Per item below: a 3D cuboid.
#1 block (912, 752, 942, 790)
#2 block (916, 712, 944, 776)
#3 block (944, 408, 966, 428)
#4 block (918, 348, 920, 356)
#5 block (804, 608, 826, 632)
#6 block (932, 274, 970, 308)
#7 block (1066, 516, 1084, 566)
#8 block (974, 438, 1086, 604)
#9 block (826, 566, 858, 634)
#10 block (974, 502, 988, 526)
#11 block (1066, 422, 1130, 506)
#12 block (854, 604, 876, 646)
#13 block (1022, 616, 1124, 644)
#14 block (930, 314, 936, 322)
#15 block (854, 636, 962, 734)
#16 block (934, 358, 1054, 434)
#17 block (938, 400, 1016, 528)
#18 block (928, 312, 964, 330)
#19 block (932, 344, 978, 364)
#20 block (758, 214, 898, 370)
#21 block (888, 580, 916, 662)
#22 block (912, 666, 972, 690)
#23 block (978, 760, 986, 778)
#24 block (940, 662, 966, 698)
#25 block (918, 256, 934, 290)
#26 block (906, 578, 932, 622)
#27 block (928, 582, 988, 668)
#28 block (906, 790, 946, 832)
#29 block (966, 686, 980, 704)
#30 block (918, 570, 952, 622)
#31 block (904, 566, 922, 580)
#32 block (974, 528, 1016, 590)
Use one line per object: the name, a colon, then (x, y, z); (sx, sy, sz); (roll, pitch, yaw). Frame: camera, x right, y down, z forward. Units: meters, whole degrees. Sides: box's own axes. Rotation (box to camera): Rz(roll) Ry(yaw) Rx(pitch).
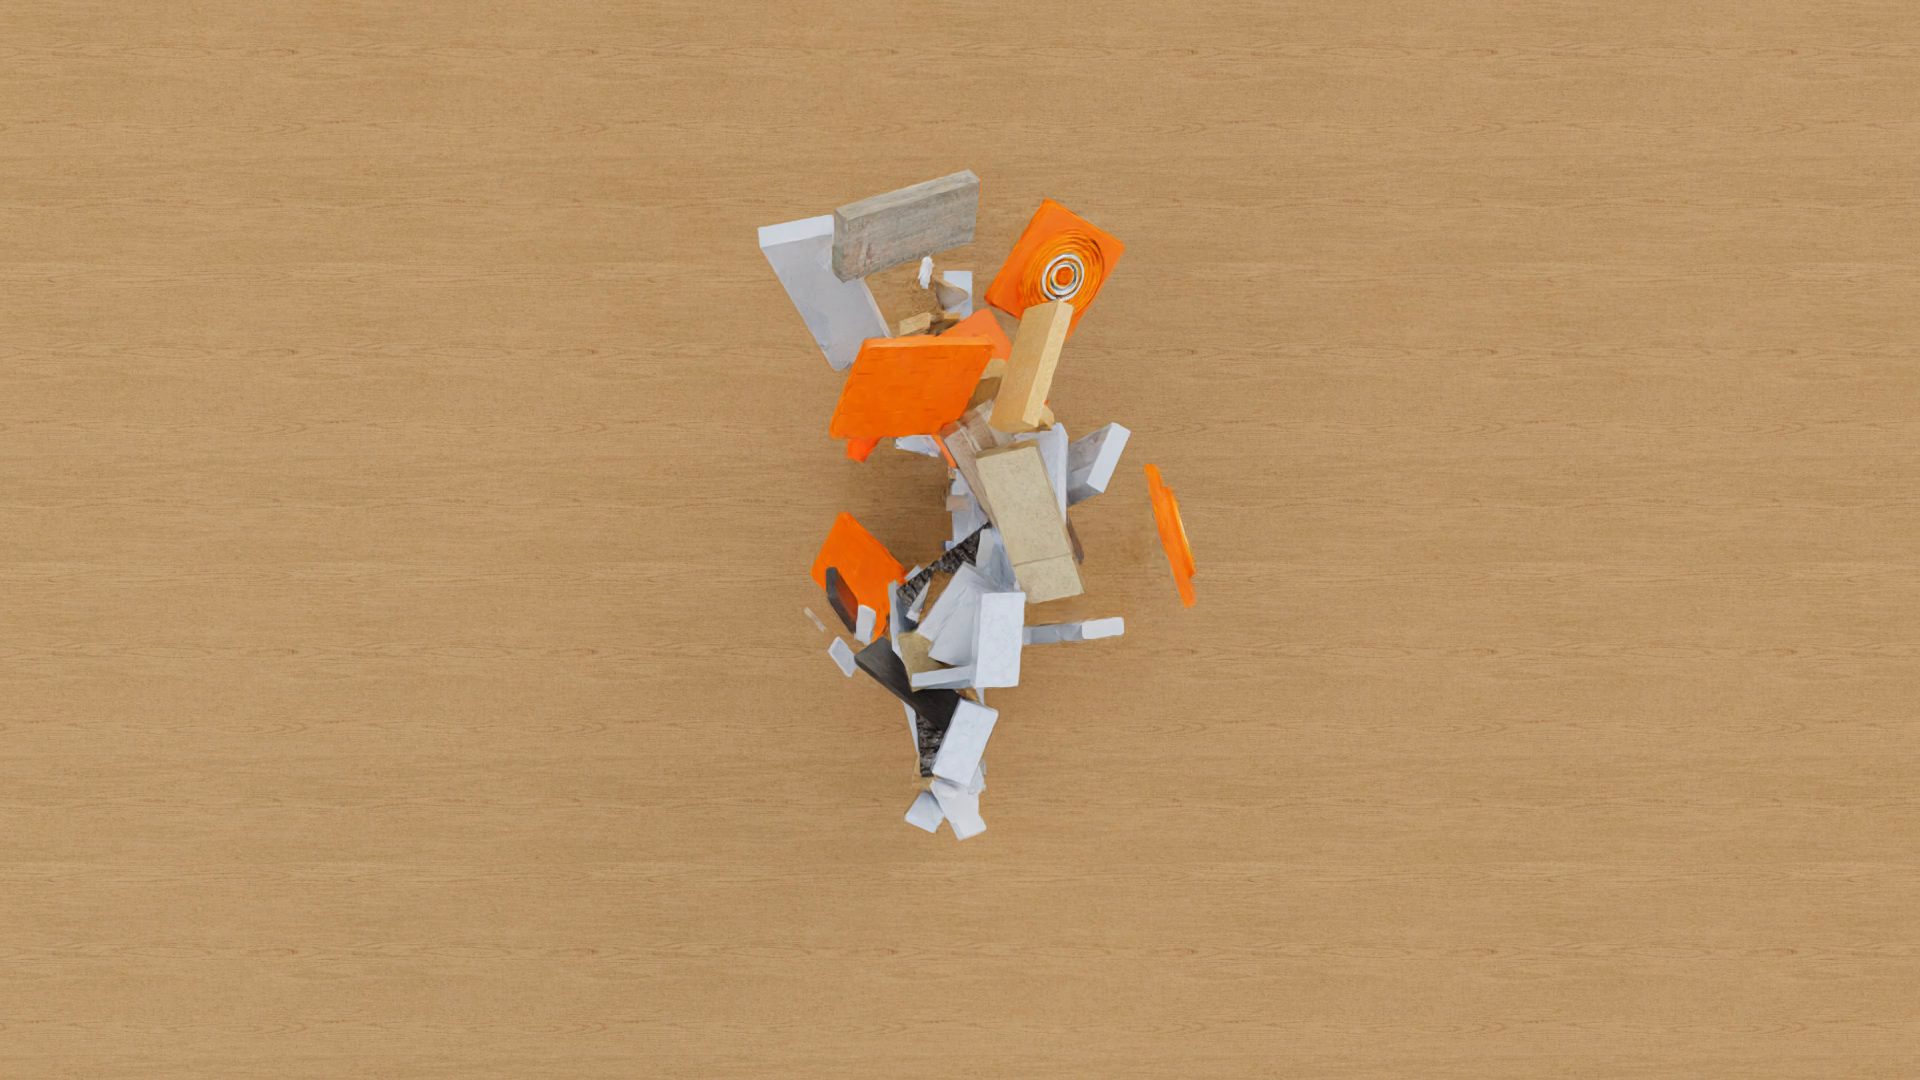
block: (-0.069, 0.574, 4.287); (0.081, 0.023, 0.163); (10, 53, 6)
block: (-0.058, 0.519, 4.290); (0.102, 0.029, 0.204); (-5, 47, -2)
block: (-0.047, -0.329, 4.615); (0.120, 0.240, 0.034); (1, 106, 3)
block: (-0.050, -0.453, 4.926); (0.167, 0.334, 0.047); (3, 131, 1)
block: (-0.415, 0.227, 4.701); (0.015, 0.108, 0.054); (-44, 74, -8)
block: (-0.055, -0.743, 4.948); (0.072, 0.712, 0.020); (-28, 90, 10)
block: (0.212, -0.017, 4.303); (0.178, 0.356, 0.050); (17, 105, -8)
block: (0.172, -0.040, 3.983); (0.149, 0.042, 0.412); (-12, 116, 16)
block: (-0.346, 0.180, 4.900); (0.031, 0.217, 0.108); (-14, 56, 9)
block: (0.149, -0.059, 4.680); (0.153, 0.305, 0.043); (-8, 107, -11)
block: (0.323, -0.188, 4.331); (0.050, 0.356, 0.178); (28, 76, -12)
block: (-0.267, 0.241, 4.671); (0.054, 0.015, 0.108); (26, 122, 28)
block: (0.285, 0.264, 4.742); (0.171, 0.343, 0.049); (-5, 88, -43)
block: (-0.101, -0.604, 4.514); (0.045, 0.091, 0.013); (3, 107, 20)
block: (-0.100, 0.399, 4.364); (0.418, 0.029, 0.102); (35, 56, 30)
block: (0.089, -0.352, 4.111); (0.173, 0.346, 0.049); (-3, 70, 24)
block: (0.079, -0.183, 3.993); (0.149, 0.042, 0.299); (-33, 126, -3)
block: (-0.050, -0.617, 4.652); (0.072, 0.144, 0.020); (-22, 86, 22)
block: (-0.024, -0.468, 4.610); (0.120, 0.240, 0.034); (17, 121, -5)
block: (-0.311, -0.592, 4.055); (0.173, 0.733, 0.049); (-9, 72, 6)
block: (-0.155, 0.230, 4.507); (0.025, 0.386, 0.087); (-36, 112, 12)
block: (0.001, 0.351, 4.191); (0.117, 0.286, 0.033); (8, 78, -32)
block: (-0.001, 0.670, 4.794); (0.148, 0.874, 0.042); (-1, 81, 0)
block: (-0.062, 0.419, 4.583); (0.148, 0.295, 0.042); (-16, 106, 6)
block: (-0.092, -0.726, 4.451); (0.013, 0.045, 0.091); (0, 56, 17)
block: (-0.070, 0.168, 4.346); (0.087, 0.175, 0.025); (24, 123, 7)
block: (0.022, 0.219, 4.138); (0.117, 0.033, 0.235); (21, 123, -13)
block: (-0.073, 0.681, 4.213); (0.081, 0.163, 0.023); (22, 118, 10)
block: (-0.033, 0.418, 4.891); (0.108, 0.334, 0.031); (-17, 52, 7)
block: (-0.036, 0.162, 4.315); (0.110, 0.220, 0.031); (20, 121, -2)
block: (-0.056, 0.180, 4.686); (0.049, 0.411, 0.171); (-43, 79, -2)
block: (0.095, 0.077, 4.352); (0.110, 0.031, 0.220); (8, 60, 4)
